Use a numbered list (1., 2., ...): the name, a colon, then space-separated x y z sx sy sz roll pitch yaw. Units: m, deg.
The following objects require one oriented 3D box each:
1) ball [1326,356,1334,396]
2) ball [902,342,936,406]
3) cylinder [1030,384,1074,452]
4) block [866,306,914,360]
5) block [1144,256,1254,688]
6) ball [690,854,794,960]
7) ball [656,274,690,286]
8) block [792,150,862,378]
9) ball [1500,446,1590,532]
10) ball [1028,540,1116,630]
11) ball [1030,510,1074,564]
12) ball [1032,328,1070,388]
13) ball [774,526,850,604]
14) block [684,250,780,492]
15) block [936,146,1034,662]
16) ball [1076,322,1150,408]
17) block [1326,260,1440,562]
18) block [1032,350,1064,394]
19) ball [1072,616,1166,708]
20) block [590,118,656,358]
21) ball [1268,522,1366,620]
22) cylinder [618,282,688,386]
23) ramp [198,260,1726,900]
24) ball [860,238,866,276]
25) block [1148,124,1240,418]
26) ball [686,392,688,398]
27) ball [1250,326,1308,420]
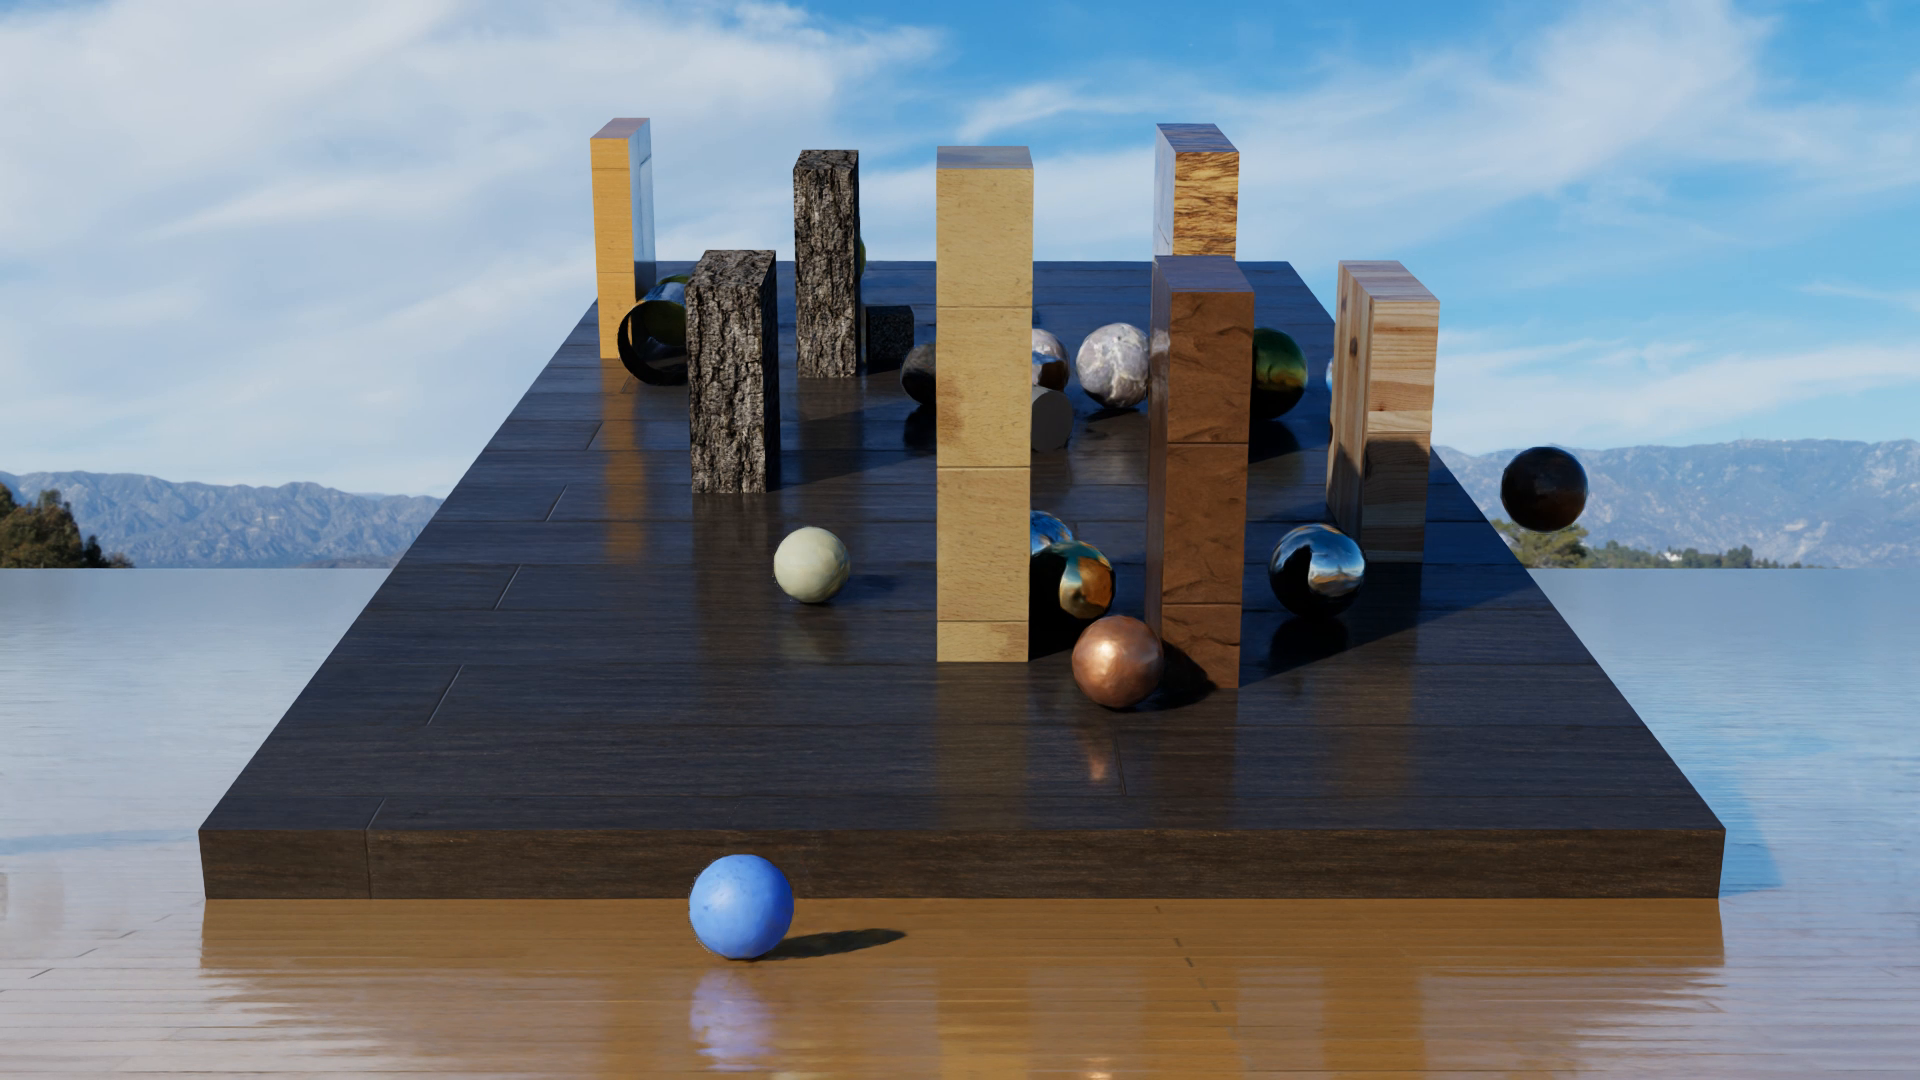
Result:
1. ball: 0.893 -0.364 5.007 0.147 0.147 0.147 0 -1 0
2. ball: -0.062 -0.374 5.040 0.143 0.143 0.143 0 -1 0
3. cylinder: 0.150 -0.264 4.717 0.130 0.130 0.130 0 14 -37
4. block: -0.174 -0.515 5.534 0.109 0.109 0.109 -2 18 -7
5. block: 0.364 -0.110 3.448 0.120 0.612 0.290 0 18 0
6. ball: -0.245 0.411 2.506 0.117 0.117 0.117 0 -1 0
7. ball: -0.712 -0.595 5.692 0.164 0.164 0.164 0 -1 0
8. block: -0.318 -0.672 5.395 0.139 0.493 0.332 0 18 0
9. ball: 1.168 -0.101 4.463 0.173 0.173 0.173 0 -1 0
10. ball: 0.181 0.073 3.634 0.148 0.148 0.148 0 -1 0
11. ball: 0.123 0.022 3.791 0.149 0.149 0.149 0 -1 0
12. ball: 0.162 -0.390 5.036 0.176 0.176 0.176 0 -1 0
13. ball: -0.250 0.042 3.763 0.129 0.129 0.129 0 -1 0
14. block: -0.455 -0.348 4.519 0.145 0.411 0.393 0 18 0
15. block: 0.036 -0.214 3.509 0.143 0.772 0.246 0 18 0
16. ball: 0.356 -0.392 5.017 0.191 0.191 0.191 0 -1 0
17. block: 0.769 -0.243 4.092 0.112 0.473 0.380 0 18 0
18. block: 0.119 -0.321 4.859 0.152 0.152 0.152 -12 21 -34
19. ball: 0.235 0.181 3.316 0.138 0.138 0.138 0 -1 0
20. block: -0.839 -0.765 5.609 0.092 0.537 0.401 0 18 0
21. ball: 0.589 0.051 3.687 0.159 0.159 0.159 0 -1 0
22. cylinder: -0.691 -0.489 5.292 0.207 0.207 0.207 0 18 3
23. ramp: -0.003 -0.183 4.842 2.000 0.100 4.000 0 18 0
24. ball: -0.361 -0.793 6.256 0.199 0.199 0.199 0 -1 0
25. block: 0.482 -0.518 4.668 0.125 0.644 0.443 0 18 0
26. ball: -0.513 -0.313 4.815 0.150 0.150 0.150 0 -1 0
27. ball: 0.665 -0.367 4.920 0.205 0.205 0.205 0 -1 0
